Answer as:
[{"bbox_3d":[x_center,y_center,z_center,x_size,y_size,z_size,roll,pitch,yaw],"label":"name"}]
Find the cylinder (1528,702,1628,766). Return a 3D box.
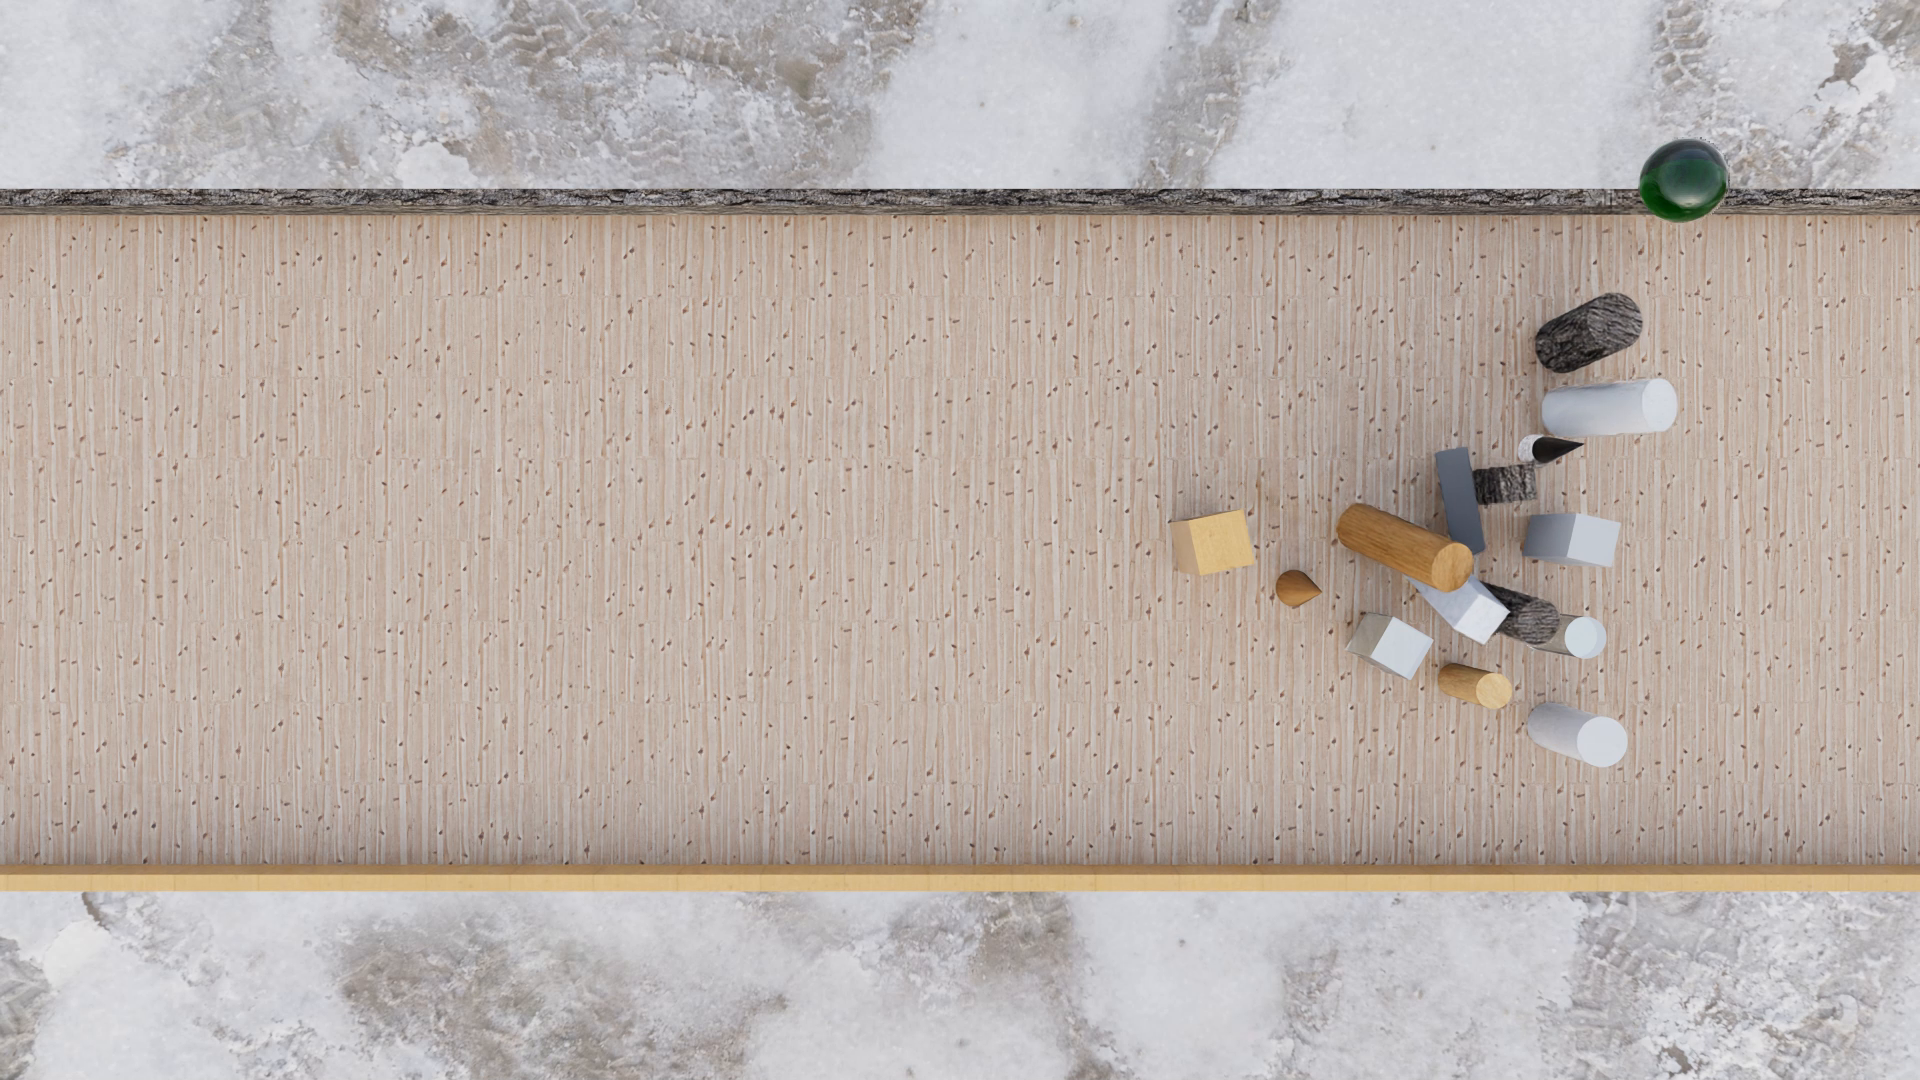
[{"bbox_3d":[1.817,0.571,4.871,0.143,0.411,0.143,0,90,0],"label":"cylinder"}]

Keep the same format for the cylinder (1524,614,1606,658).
[{"bbox_3d":[1.784,0.279,4.890,0.120,0.374,0.120,0,90,0],"label":"cylinder"}]

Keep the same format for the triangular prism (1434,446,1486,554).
[{"bbox_3d":[1.528,-0.119,4.987,0.096,0.083,0.320,0,78,-33],"label":"triangular prism"}]

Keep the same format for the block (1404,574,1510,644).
[{"bbox_3d":[1.427,0.127,4.843,0.121,0.441,0.121,27,108,-23],"label":"block"}]

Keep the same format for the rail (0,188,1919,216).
[{"bbox_3d":[-2.247,-1.025,5.002,12.000,0.150,0.050,0,90,0],"label":"rail"}]

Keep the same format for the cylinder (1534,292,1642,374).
[{"bbox_3d":[1.864,-0.612,4.902,0.169,0.326,0.169,1,84,-7],"label":"cylinder"}]

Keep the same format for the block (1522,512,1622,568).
[{"bbox_3d":[1.807,0.000,4.888,0.129,0.376,0.129,13,90,0],"label":"block"}]

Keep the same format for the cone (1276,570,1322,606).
[{"bbox_3d":[1.028,0.148,4.874,0.113,0.404,0.113,0,90,0],"label":"cone"}]

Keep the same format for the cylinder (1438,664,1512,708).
[{"bbox_3d":[1.521,0.430,4.887,0.102,0.378,0.102,0,90,0],"label":"cylinder"}]

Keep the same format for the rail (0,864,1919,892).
[{"bbox_3d":[-2.247,1.025,5.001,12.000,0.150,0.050,0,90,0],"label":"rail"}]

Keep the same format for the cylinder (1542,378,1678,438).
[{"bbox_3d":[1.918,-0.389,4.884,0.153,0.357,0.153,0,90,-30],"label":"cylinder"}]

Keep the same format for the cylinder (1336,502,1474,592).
[{"bbox_3d":[1.300,0.017,4.844,0.145,0.450,0.145,-7,108,-22],"label":"cylinder"}]

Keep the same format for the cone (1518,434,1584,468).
[{"bbox_3d":[1.771,-0.273,4.872,0.107,0.409,0.107,0,90,0],"label":"cone"}]

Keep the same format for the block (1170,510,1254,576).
[{"bbox_3d":[0.738,0.006,4.863,0.158,0.426,0.158,-12,90,0],"label":"block"}]

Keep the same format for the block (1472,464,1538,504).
[{"bbox_3d":[1.604,-0.164,4.921,0.105,0.305,0.105,-6,90,-4],"label":"block"}]

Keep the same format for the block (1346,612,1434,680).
[{"bbox_3d":[1.277,0.313,4.920,0.135,0.312,0.135,30,90,0],"label":"block"}]

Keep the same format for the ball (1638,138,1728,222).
[{"bbox_3d":[2.094,-1.041,4.777,0.239,0.239,0.239,0,90,0],"label":"ball"}]

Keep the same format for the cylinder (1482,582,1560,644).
[{"bbox_3d":[1.575,0.201,4.843,0.129,0.448,0.129,-2,98,-12],"label":"cylinder"}]
